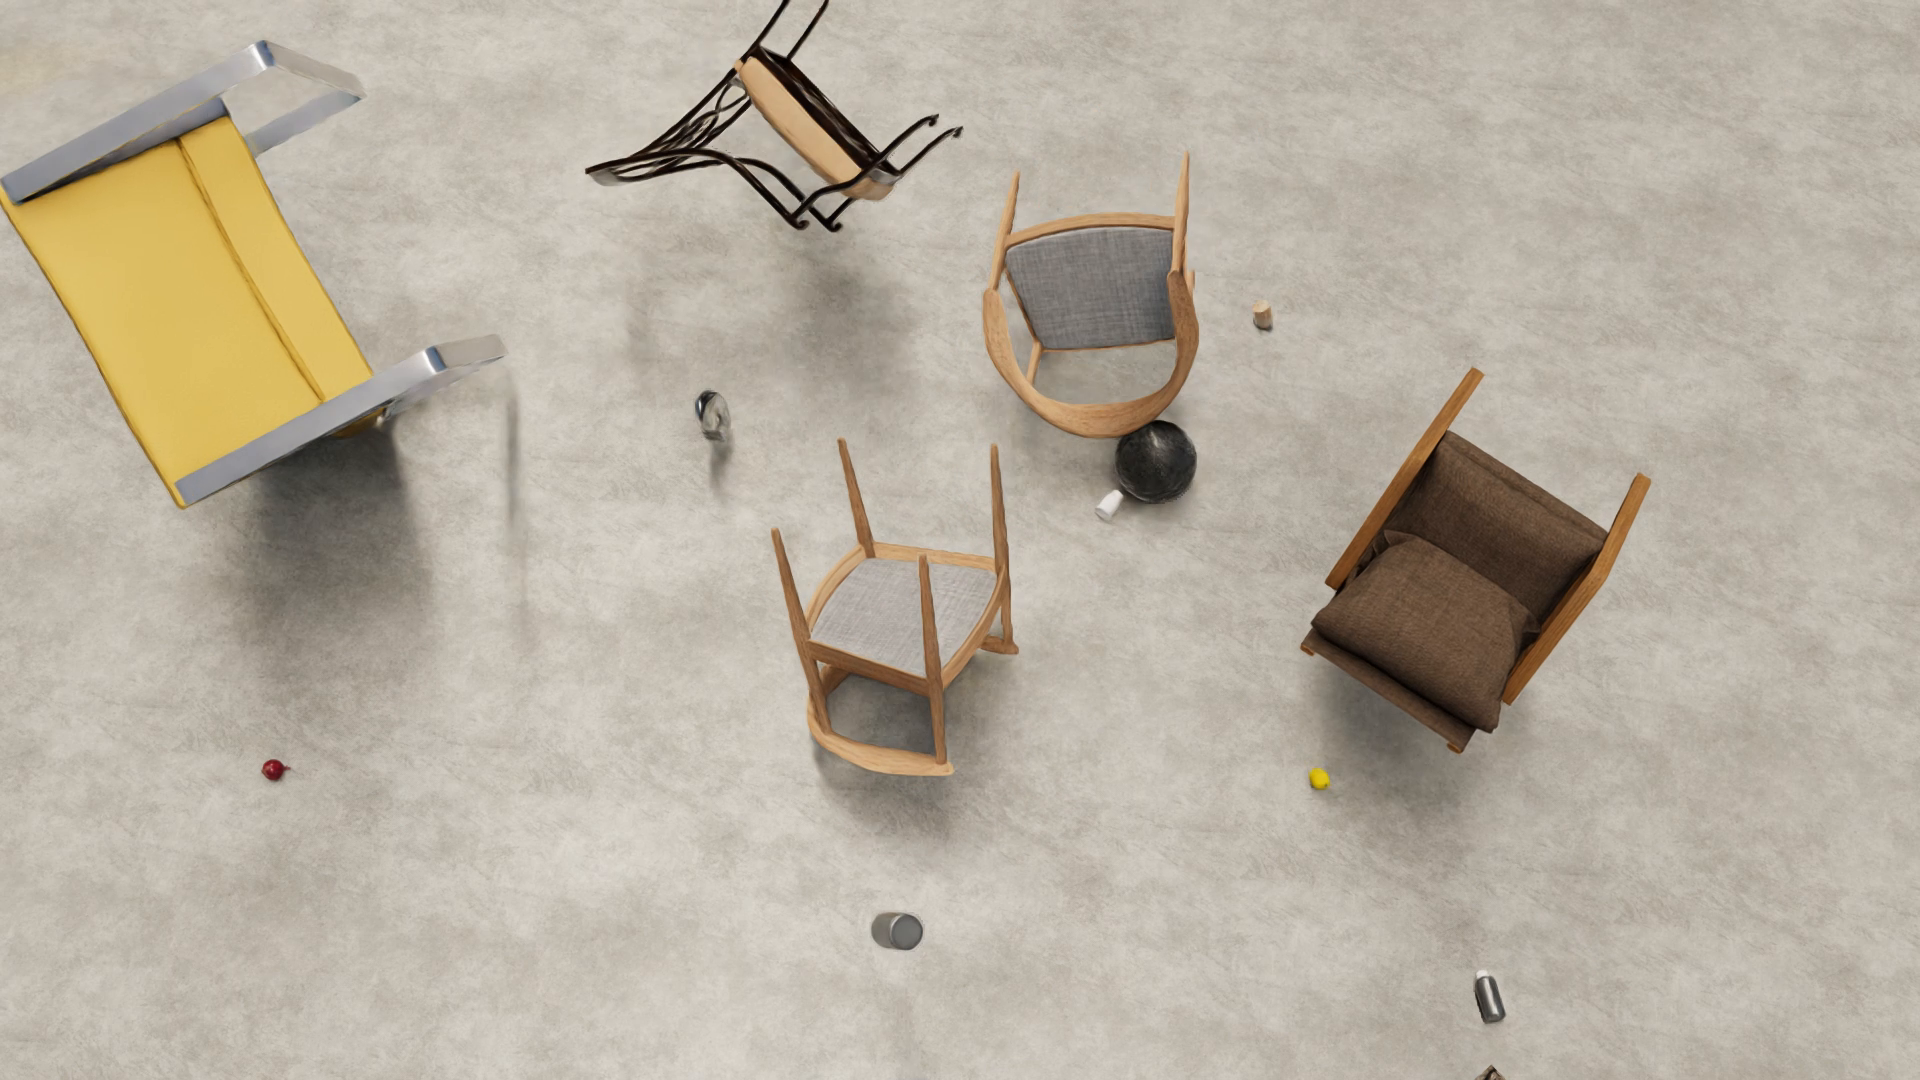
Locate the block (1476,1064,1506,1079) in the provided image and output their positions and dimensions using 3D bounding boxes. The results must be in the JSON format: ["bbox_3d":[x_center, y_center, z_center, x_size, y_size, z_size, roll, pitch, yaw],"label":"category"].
[{"bbox_3d":[1.280,1.491,5.497,0.298,0.127,0.177,-35,63,-21],"label":"block"}]

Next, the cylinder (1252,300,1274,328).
[{"bbox_3d":[0.965,-0.720,7.005,0.056,0.072,0.057,20,63,33],"label":"cylinder"}]

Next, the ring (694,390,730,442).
[{"bbox_3d":[-0.745,-0.375,6.629,0.048,0.257,0.152,-4,84,12],"label":"ring"}]

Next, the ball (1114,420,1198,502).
[{"bbox_3d":[0.586,-0.237,6.584,0.246,0.246,0.246,0,56,0],"label":"ball"}]
